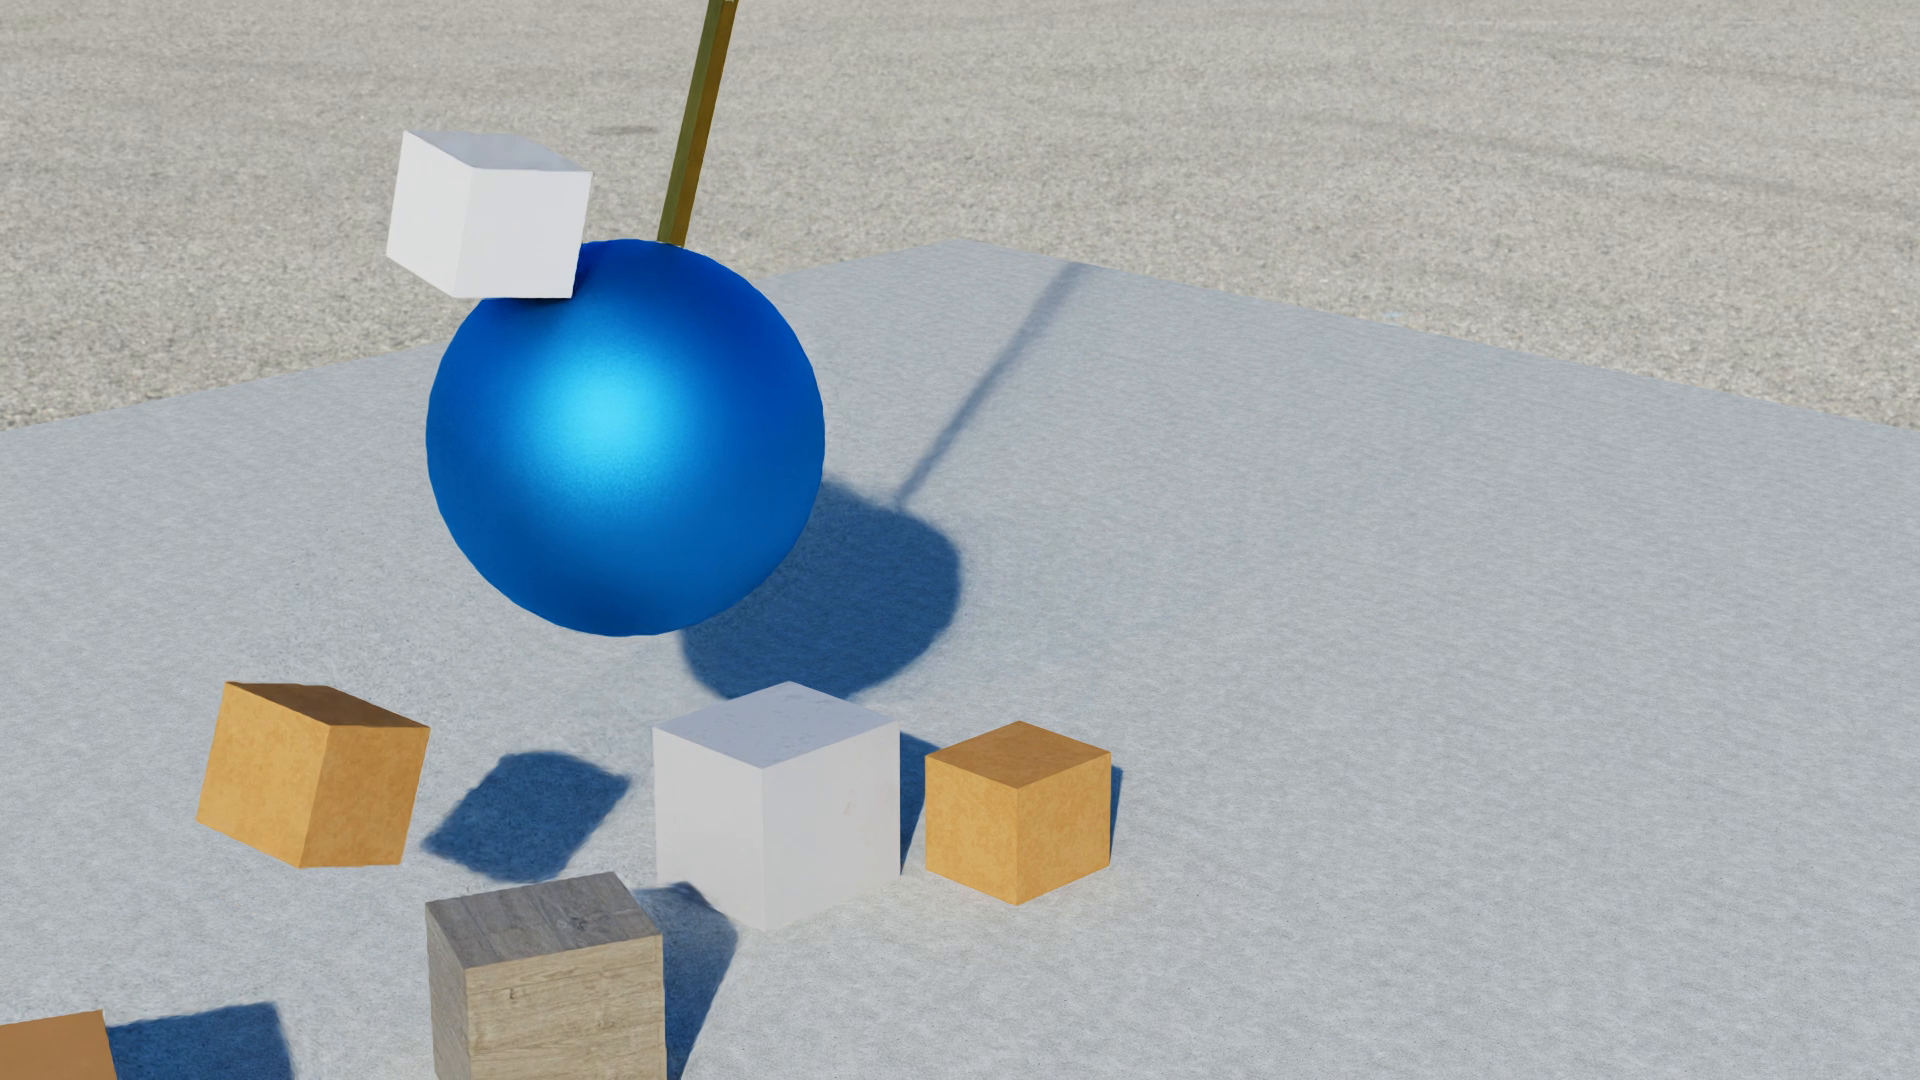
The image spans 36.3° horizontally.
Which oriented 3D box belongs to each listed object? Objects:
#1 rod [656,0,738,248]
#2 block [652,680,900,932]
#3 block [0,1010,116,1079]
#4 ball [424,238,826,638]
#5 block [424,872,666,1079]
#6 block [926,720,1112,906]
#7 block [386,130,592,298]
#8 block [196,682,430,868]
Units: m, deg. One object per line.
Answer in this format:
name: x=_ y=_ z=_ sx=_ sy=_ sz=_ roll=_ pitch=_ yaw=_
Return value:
rod: x=-0.581 y=-3.714 z=11.565 sx=0.080 sy=5.200 sz=0.080 roll=17 pitch=6 yaw=42
block: x=-0.826 y=1.189 z=13.282 sx=0.734 sy=0.767 sz=0.831 roll=16 pitch=24 yaw=42
block: x=-3.292 y=2.190 z=10.043 sx=0.816 sy=0.769 sz=0.758 roll=-7 pitch=21 yaw=-20
ball: x=-1.341 y=-0.408 z=11.807 sx=1.600 sy=1.600 sz=1.600 roll=0 pitch=17 yaw=0
block: x=-1.607 y=1.804 z=11.382 sx=0.761 sy=0.734 sz=0.641 roll=-7 pitch=19 yaw=-22
block: x=0.266 y=1.243 z=13.447 sx=0.577 sy=0.564 sz=0.625 roll=16 pitch=24 yaw=42
block: x=-1.790 y=-1.237 z=11.130 sx=0.519 sy=0.495 sz=0.519 roll=-4 pitch=24 yaw=-40
block: x=-2.404 y=0.870 z=10.896 sx=0.585 sy=0.534 sz=0.500 roll=17 pitch=6 yaw=35
